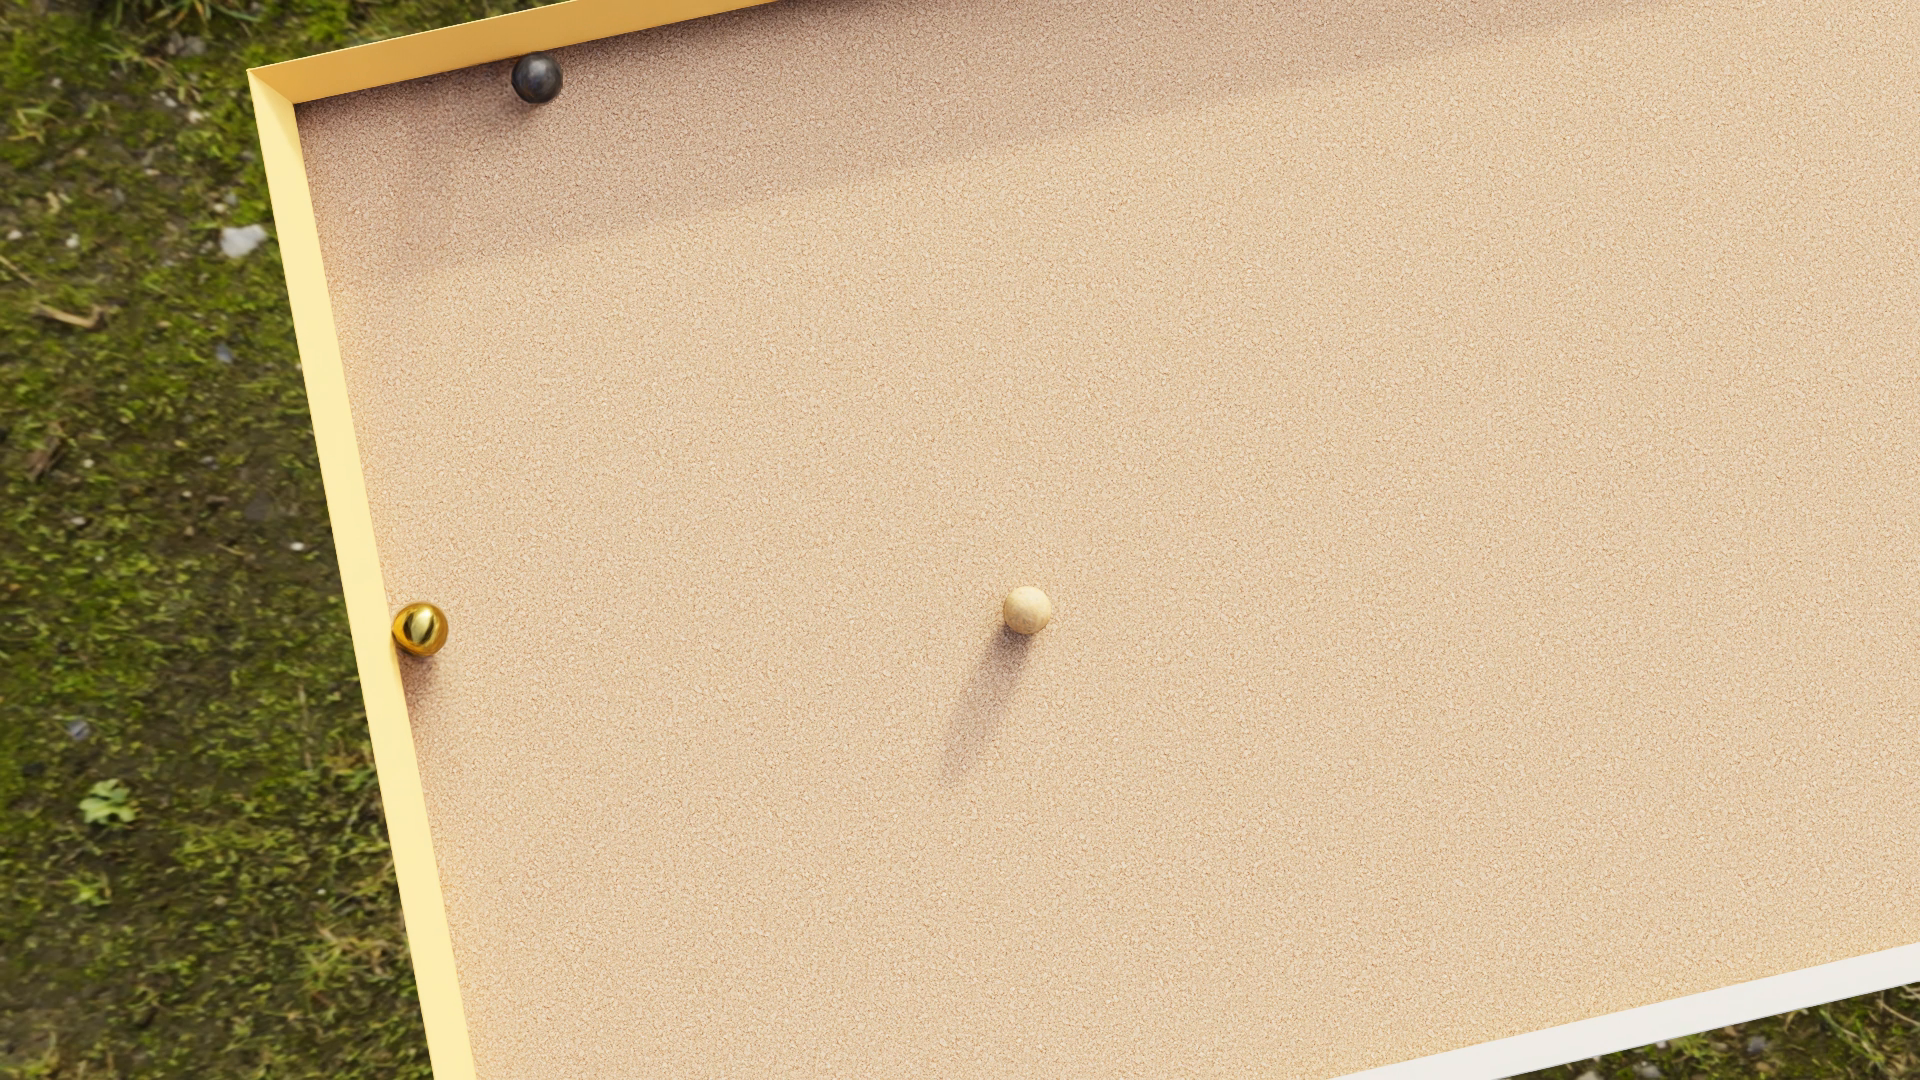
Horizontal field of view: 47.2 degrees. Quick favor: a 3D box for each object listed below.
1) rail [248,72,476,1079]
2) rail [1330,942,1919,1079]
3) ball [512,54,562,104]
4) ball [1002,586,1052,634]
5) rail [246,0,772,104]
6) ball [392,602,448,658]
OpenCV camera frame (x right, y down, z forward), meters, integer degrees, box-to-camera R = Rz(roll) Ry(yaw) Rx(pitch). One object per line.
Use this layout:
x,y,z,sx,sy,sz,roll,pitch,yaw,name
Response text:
-0.846,0.186,3.223,0.045,0.105,1.845,-13,82,-2,rail
1.066,0.672,3.151,3.562,0.105,0.045,-13,82,-2,rail
-0.649,-0.706,3.369,0.076,0.076,0.076,0,82,0,ball
0.099,0.104,3.252,0.072,0.072,0.072,0,82,0,ball
0.671,-1.063,3.406,3.562,0.105,0.045,-13,82,-2,rail
-0.795,0.133,3.244,0.081,0.081,0.081,0,82,0,ball
